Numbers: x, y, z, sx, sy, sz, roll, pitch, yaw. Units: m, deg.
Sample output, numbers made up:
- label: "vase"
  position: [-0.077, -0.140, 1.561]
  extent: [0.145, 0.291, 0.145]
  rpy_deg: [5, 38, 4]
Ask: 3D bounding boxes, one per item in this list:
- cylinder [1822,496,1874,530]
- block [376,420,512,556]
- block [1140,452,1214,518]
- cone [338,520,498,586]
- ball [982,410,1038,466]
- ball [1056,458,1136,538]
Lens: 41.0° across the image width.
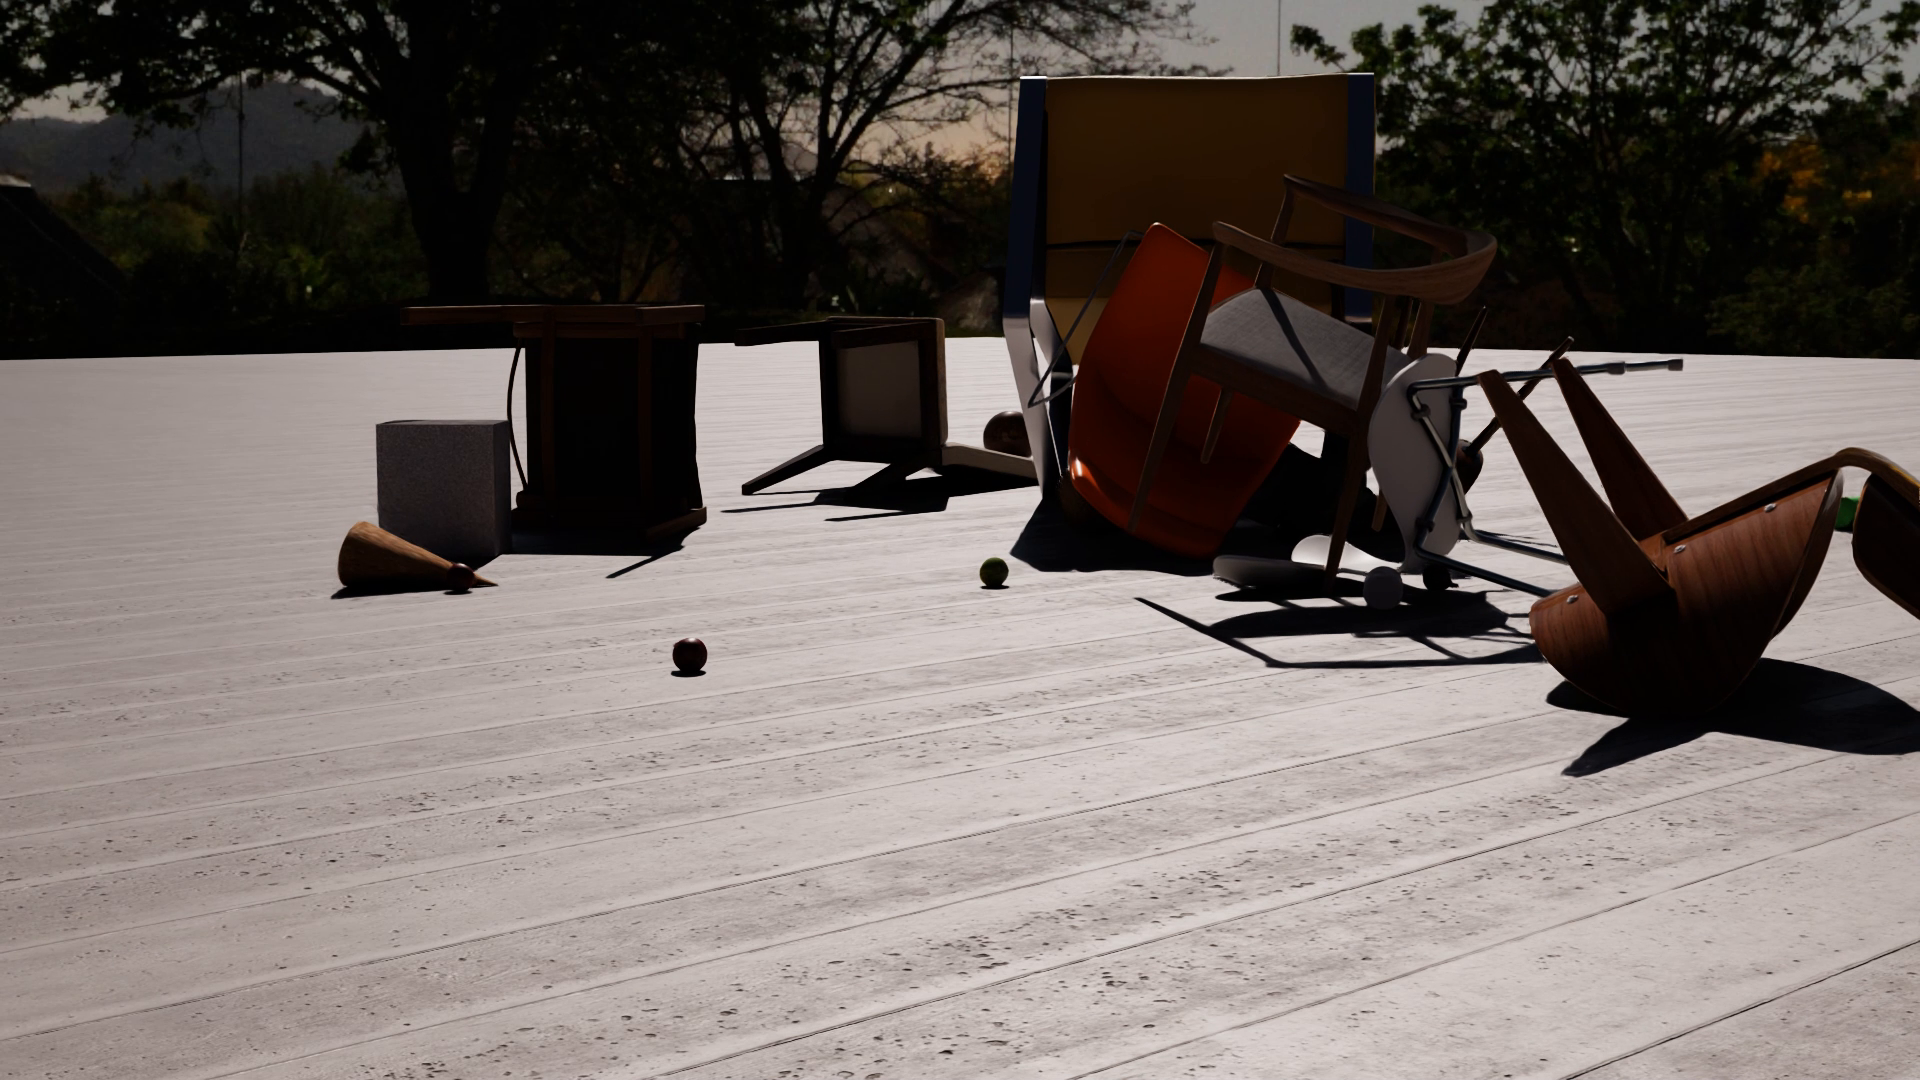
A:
- label: "cylinder"
  position: [2.315, -0.071, 6.685]
  extent: [0.069, 0.076, 0.116]
  rpy_deg: [-3, -20, -29]
- label: "block"
  position: [-1.227, -0.126, 6.116]
  extent: [0.275, 0.311, 0.202]
  rpy_deg: [0, 6, 1]
- label: "block"
  position: [0.598, -0.154, 7.093]
  extent: [0.161, 0.166, 0.126]
  rpy_deg: [-5, 8, -41]
- label: "cone"
  position: [-1.134, 0.063, 5.463]
  extent: [0.317, 0.141, 0.262]
  rpy_deg: [13, 2, 1]
- label: "ball"
  position: [0.175, -0.353, 8.899]
  extent: [0.192, 0.192, 0.192]
  rpy_deg: [0, 6, 0]
- label: "ball"
  position: [0.342, -0.106, 6.468]
  extent: [0.200, 0.200, 0.200]
  rpy_deg: [0, 6, 0]
